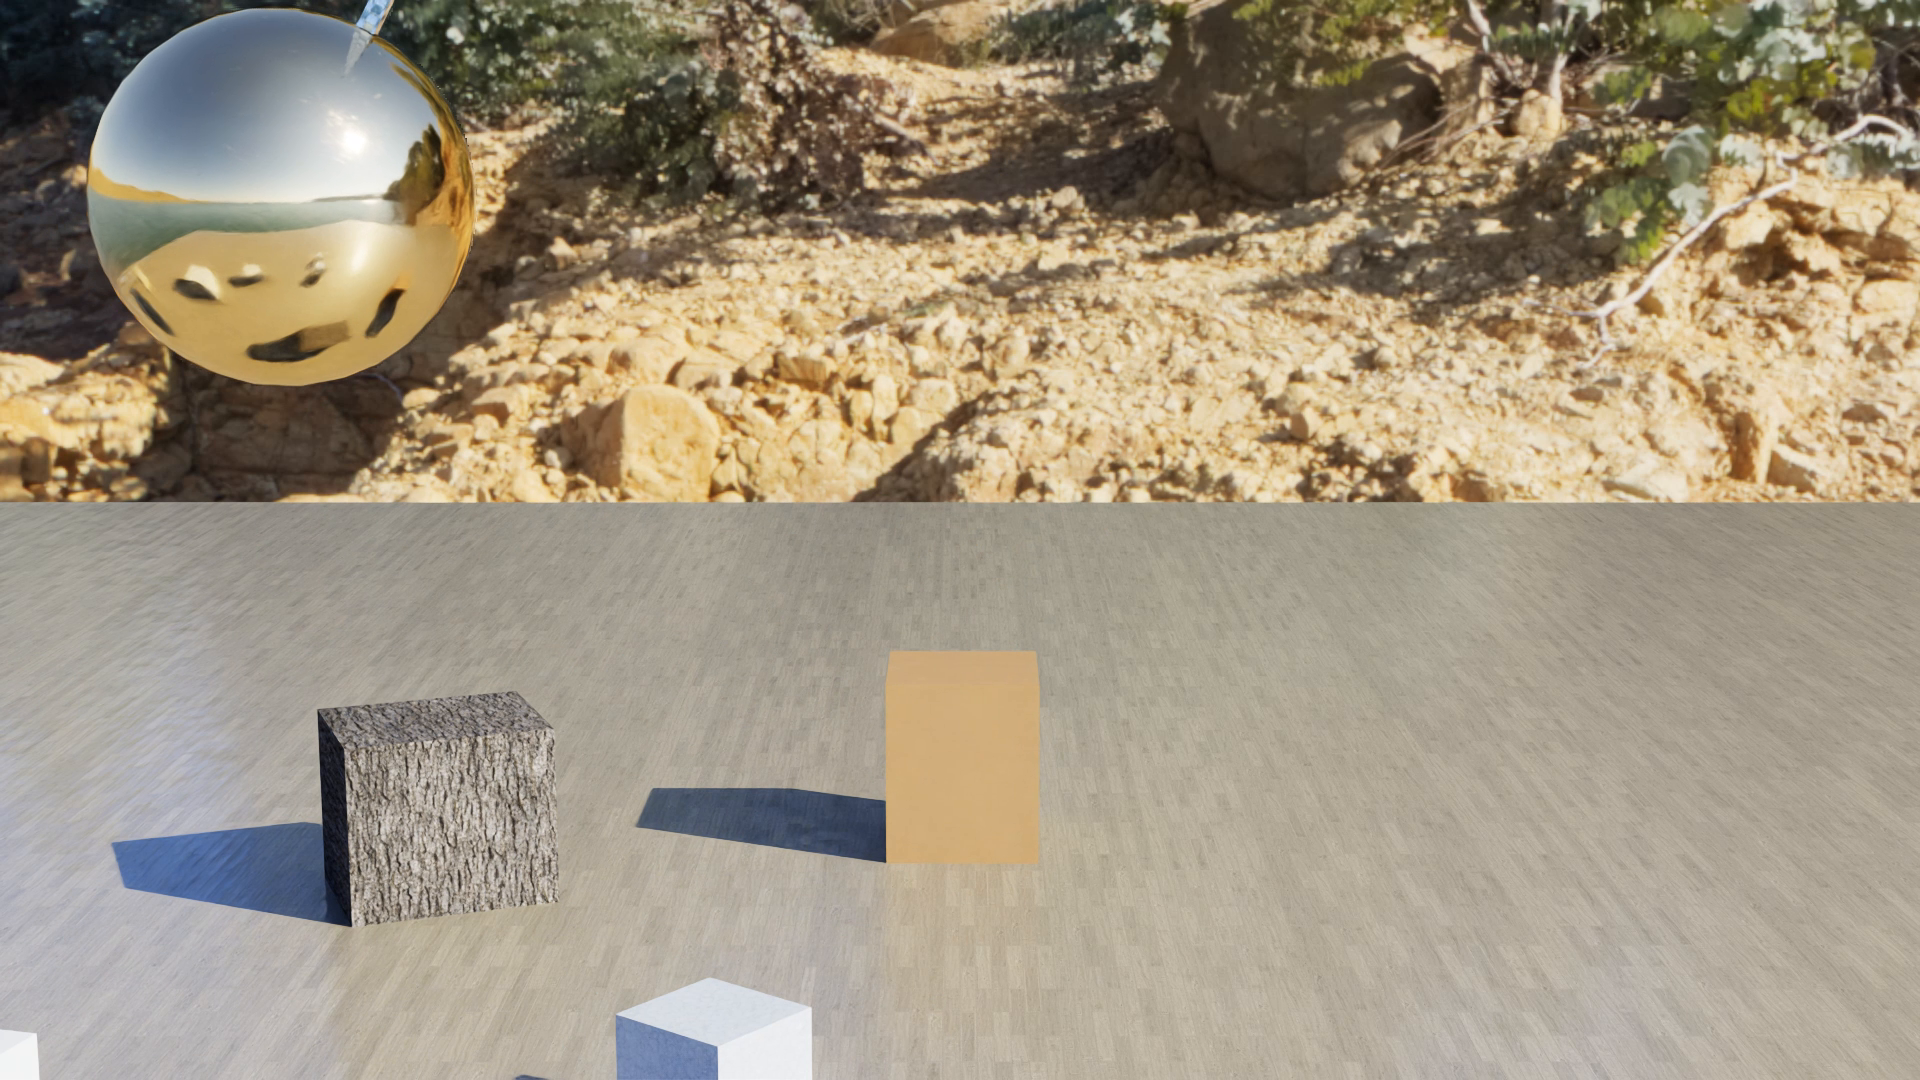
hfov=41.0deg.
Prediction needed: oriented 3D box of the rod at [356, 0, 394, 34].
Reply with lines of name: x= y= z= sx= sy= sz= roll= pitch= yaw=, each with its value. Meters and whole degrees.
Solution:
rod: x=-1.247 y=-4.390 z=10.382 sx=0.080 sy=5.200 sz=0.080 roll=28 pitch=9 yaw=-5

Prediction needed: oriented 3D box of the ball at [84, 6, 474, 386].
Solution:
ball: x=-2.878 y=-1.455 z=10.916 sx=1.600 sy=1.600 sz=1.600 roll=0 pitch=10 yaw=0

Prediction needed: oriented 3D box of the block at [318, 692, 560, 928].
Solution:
block: x=-2.265 y=1.147 z=11.117 sx=0.878 sy=0.766 sz=0.731 roll=-4 pitch=11 yaw=-22

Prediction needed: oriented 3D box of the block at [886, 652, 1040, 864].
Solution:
block: x=0.013 y=0.990 z=11.814 sx=0.685 sy=0.826 sz=0.675 roll=0 pitch=10 yaw=0

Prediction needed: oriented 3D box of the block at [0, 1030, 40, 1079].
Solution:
block: x=-3.308 y=1.852 z=8.018 sx=0.584 sy=0.488 sz=0.603 roll=3 pitch=11 yaw=15

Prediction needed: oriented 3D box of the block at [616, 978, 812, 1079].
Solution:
block: x=-0.806 y=1.778 z=8.441 sx=0.460 sy=0.482 sz=0.442 roll=8 pitch=13 yaw=38
